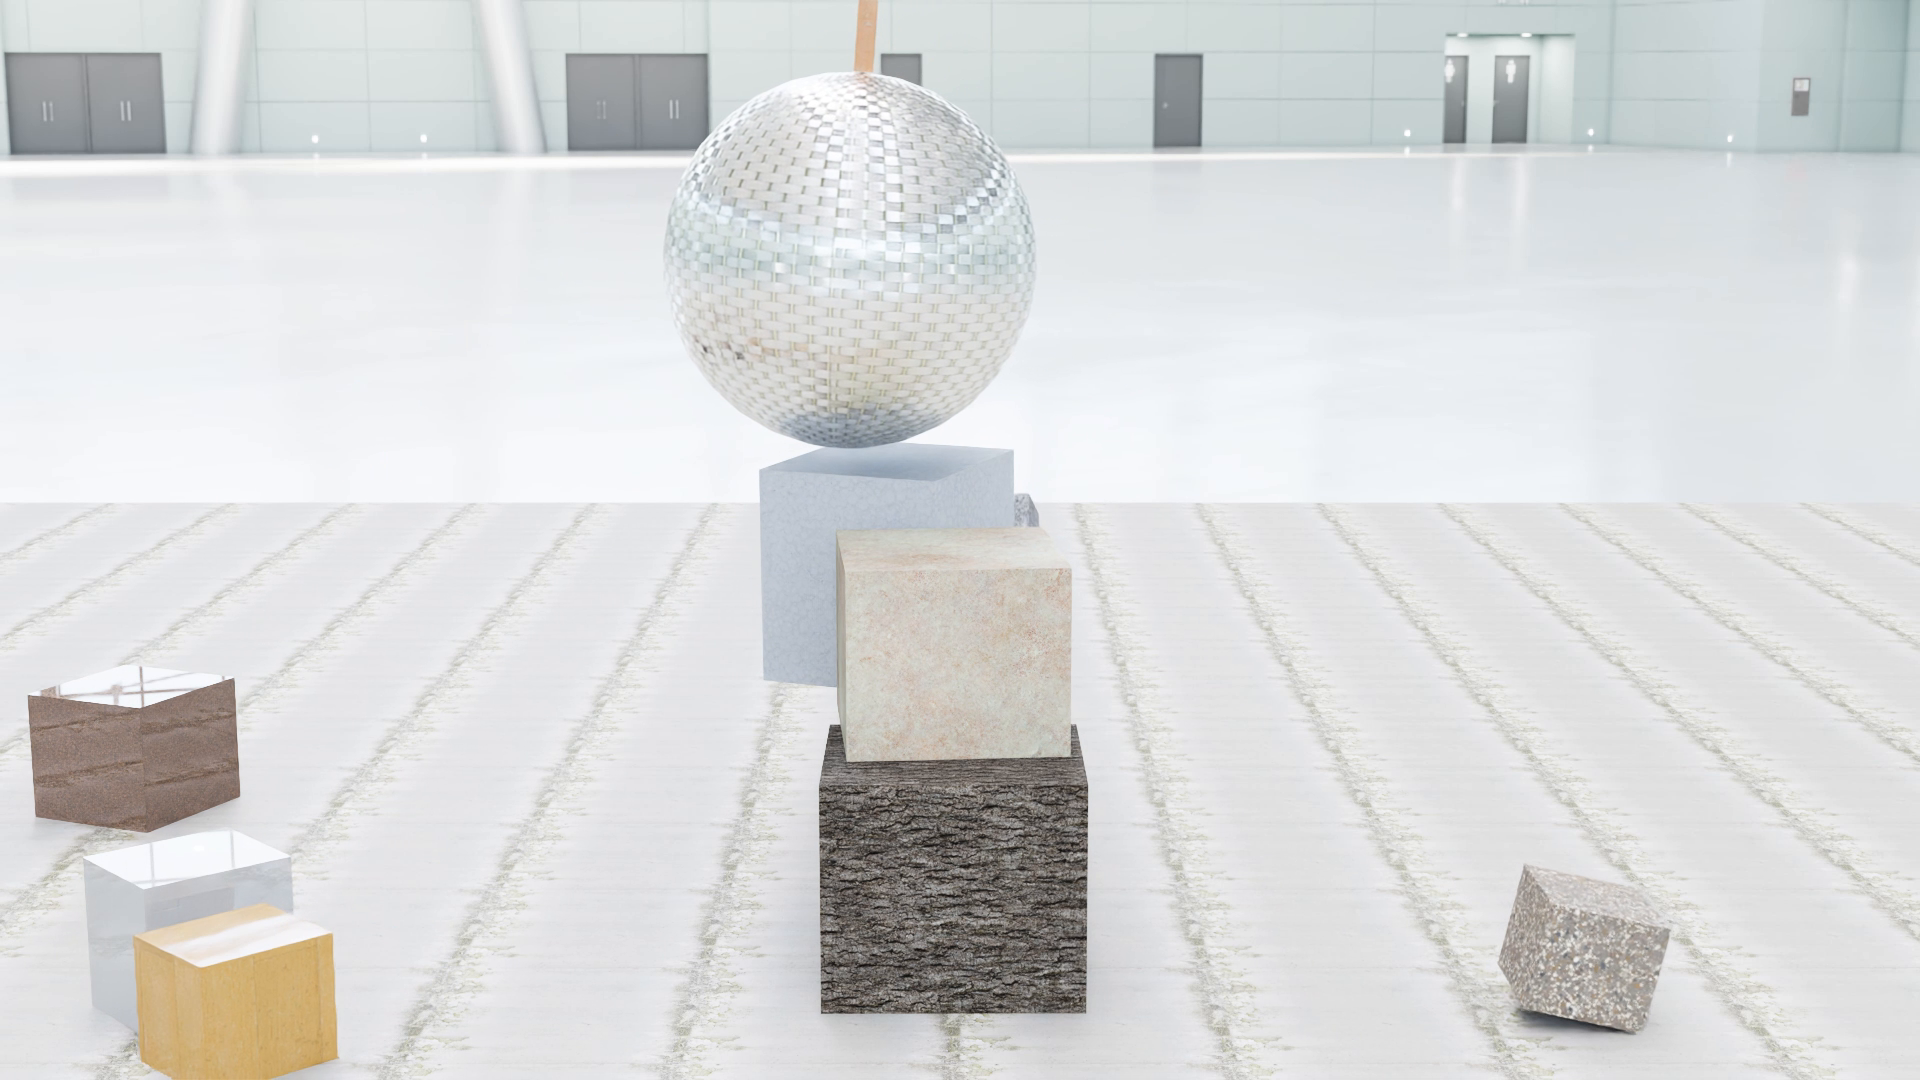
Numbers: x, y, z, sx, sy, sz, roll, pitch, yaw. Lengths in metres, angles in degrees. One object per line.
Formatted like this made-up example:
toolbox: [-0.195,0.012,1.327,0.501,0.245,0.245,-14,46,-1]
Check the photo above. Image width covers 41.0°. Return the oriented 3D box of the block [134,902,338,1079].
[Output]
block: [-2.597,1.641,9.208,0.475,0.476,0.520,10,14,44]

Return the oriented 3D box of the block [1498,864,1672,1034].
block: [2.353,1.539,9.701,0.451,0.414,0.492,12,10,-2]

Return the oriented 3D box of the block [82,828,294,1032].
block: [-2.922,1.486,9.751,0.588,0.587,0.519,-9,14,-41]

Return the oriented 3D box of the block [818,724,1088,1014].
block: [-0.026,1.271,10.079,1.004,0.892,0.917,0,10,0]

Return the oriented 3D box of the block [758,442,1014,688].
block: [-0.306,0.102,11.287,0.819,0.928,0.887,4,12,23]

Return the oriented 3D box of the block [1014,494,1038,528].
block: [0.019,0.188,12.918,0.710,0.738,0.664,-1,-8,6]

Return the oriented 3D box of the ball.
ball: [-0.469,-1.190,10.964,1.600,1.600,1.600,0,10,0]

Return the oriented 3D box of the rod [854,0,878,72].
rod: [-0.203,-4.525,10.358,0.080,5.200,0.080,4,10,-1]

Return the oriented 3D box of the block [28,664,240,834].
block: [-3.981,0.997,12.395,0.672,0.603,0.676,4,11,23]

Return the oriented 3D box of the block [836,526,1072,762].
block: [-0.044,0.399,10.297,0.868,0.745,0.915,-1,10,-5]
